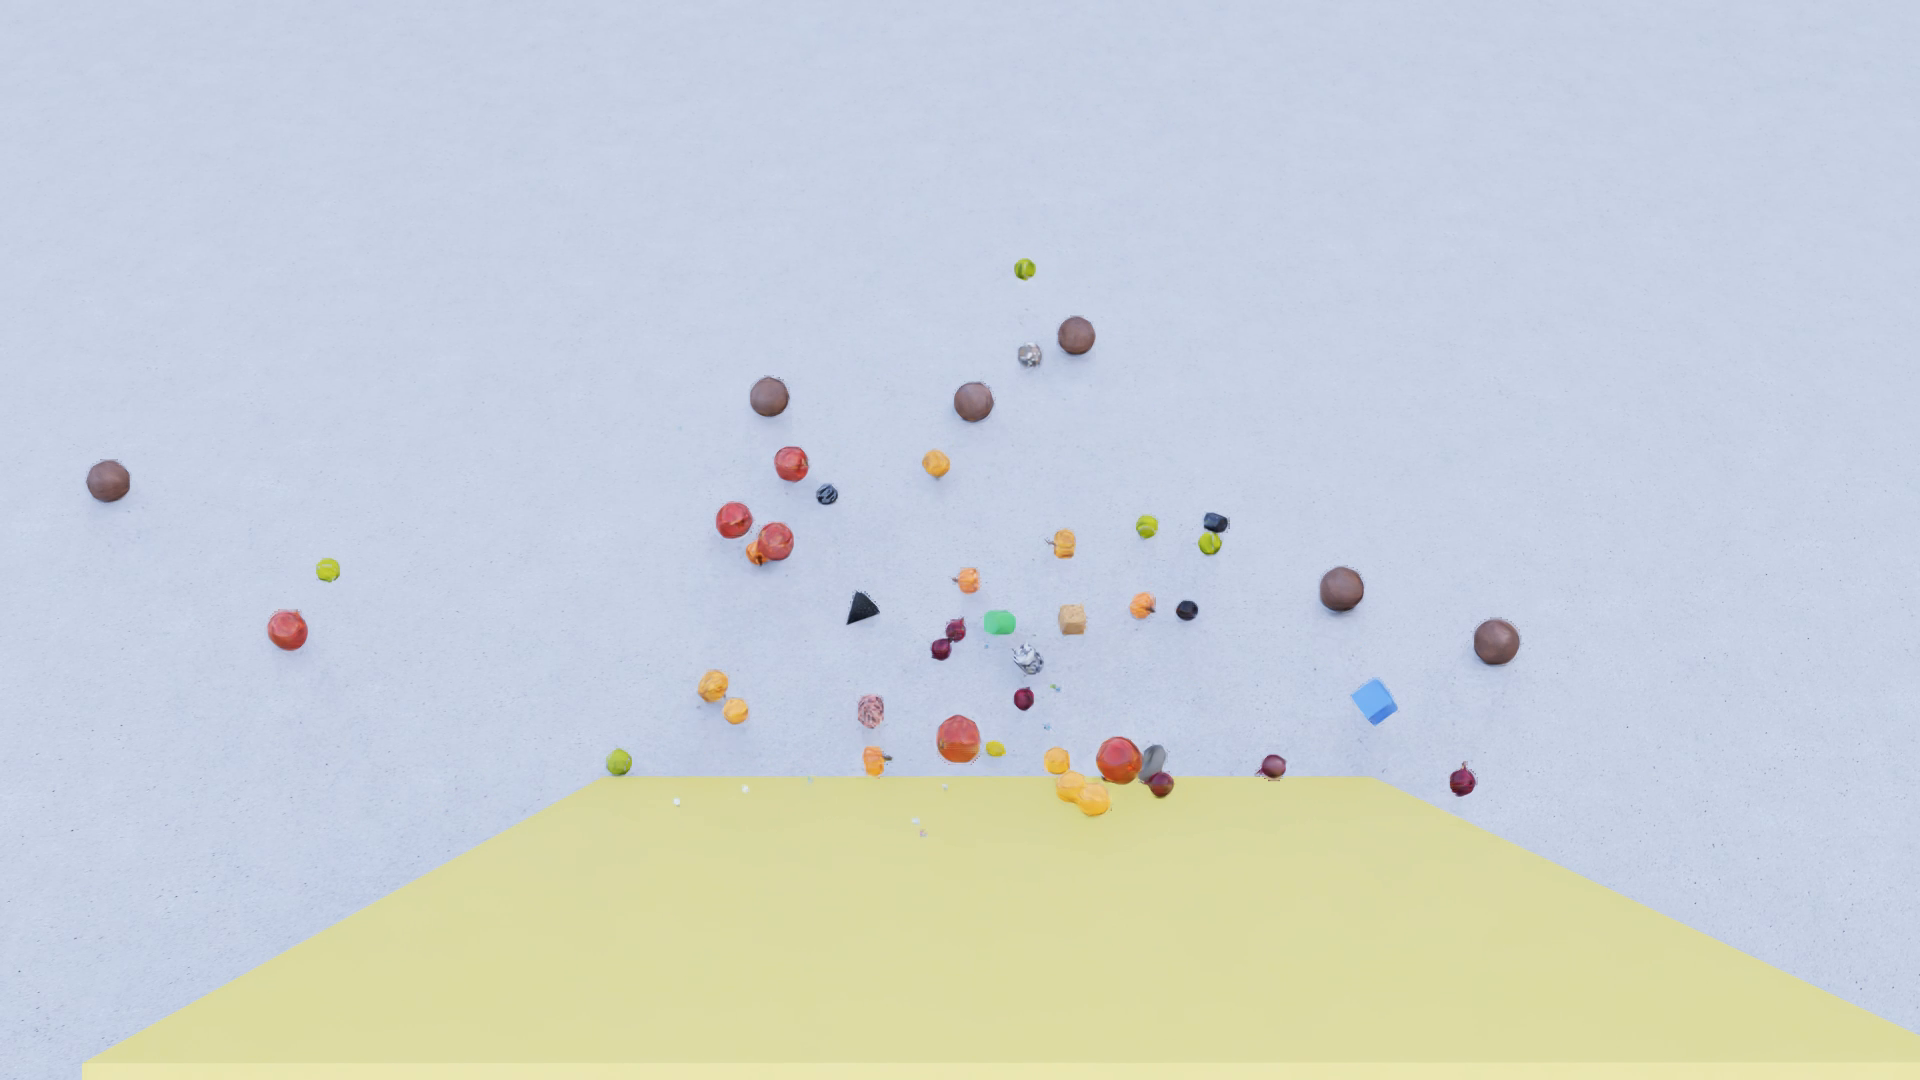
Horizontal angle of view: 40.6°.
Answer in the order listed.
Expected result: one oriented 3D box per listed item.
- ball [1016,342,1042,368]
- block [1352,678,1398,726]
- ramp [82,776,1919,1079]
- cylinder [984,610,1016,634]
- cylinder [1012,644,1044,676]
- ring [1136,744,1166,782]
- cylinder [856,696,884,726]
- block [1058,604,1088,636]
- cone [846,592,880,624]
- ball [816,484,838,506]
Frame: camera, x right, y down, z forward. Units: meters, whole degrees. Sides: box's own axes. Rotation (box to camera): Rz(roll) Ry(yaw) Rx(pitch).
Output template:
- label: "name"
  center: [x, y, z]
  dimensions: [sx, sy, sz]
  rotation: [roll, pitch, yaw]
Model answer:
- label: "ball"
  center: [0.234, -0.625, 8.761]
  dimensions: [0.083, 0.083, 0.083]
  rotation: [0, 33, 0]
- label: "block"
  center: [1.119, 0.437, 6.992]
  dimensions: [0.082, 0.082, 0.082]
  rotation: [-37, 63, 9]
- label: "ramp"
  center: [0.072, 0.634, 4.736]
  dimensions: [2.000, 0.100, 4.000]
  rotation: [0, -1, 0]
- label: "cylinder"
  center: [0.112, 0.235, 7.362]
  dimensions: [0.066, 0.066, 0.066]
  rotation: [5, 21, -46]
- label: "cylinder"
  center: [0.191, 0.333, 7.241]
  dimensions: [0.065, 0.065, 0.065]
  rotation: [-22, 44, 23]
- label: "ring"
  center: [0.478, 0.558, 6.489]
  dimensions: [0.034, 0.101, 0.101]
  rotation: [30, 29, -16]
- label: "cylinder"
  center: [-0.241, 0.464, 7.023]
  dimensions: [0.070, 0.070, 0.070]
  rotation: [2, 8, 4]
- label: "block"
  center: [0.319, 0.225, 7.365]
  dimensions: [0.062, 0.062, 0.062]
  rotation: [-3, 53, -14]
- label: "cone"
  center: [-0.298, 0.214, 7.473]
  dimensions: [0.093, 0.093, 0.093]
  rotation: [28, 65, 36]
- label: "ball"
  center: [-0.412, -0.139, 8.014]
  dimensions: [0.066, 0.066, 0.066]
  rotation: [0, 33, 0]
